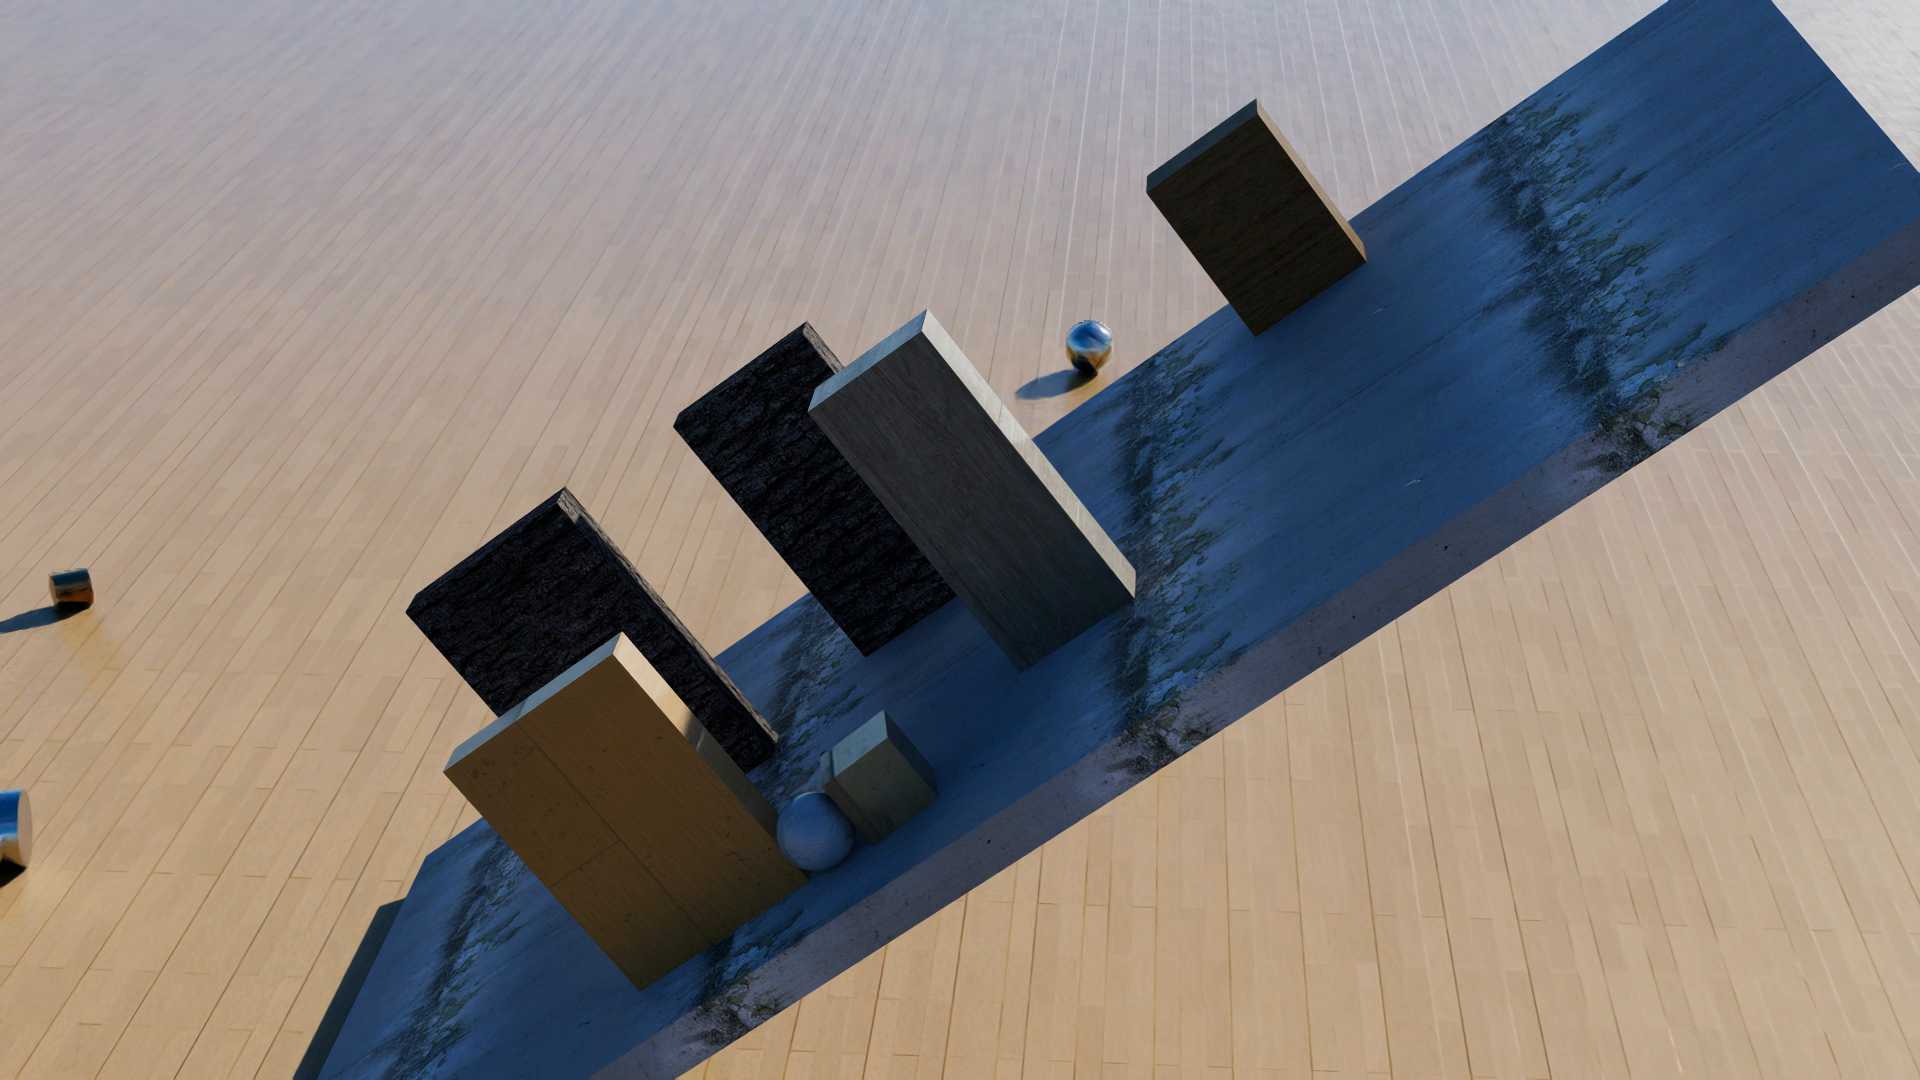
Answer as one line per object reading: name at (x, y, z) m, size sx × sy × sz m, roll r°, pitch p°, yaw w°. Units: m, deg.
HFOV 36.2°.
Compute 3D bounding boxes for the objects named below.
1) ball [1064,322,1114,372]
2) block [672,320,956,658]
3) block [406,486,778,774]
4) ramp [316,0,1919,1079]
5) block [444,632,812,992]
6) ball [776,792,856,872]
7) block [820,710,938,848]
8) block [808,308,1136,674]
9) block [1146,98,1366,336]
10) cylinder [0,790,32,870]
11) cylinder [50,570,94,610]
ball at (0.509, -0.760, 11.584) m, size 0.194 × 0.194 × 0.194 m, roll 0°, pitch 23°, yaw 0°
block at (-0.275, -0.107, 6.565) m, size 0.368 × 0.690 × 0.086 m, roll -34°, pitch 16°, yaw 17°
block at (-0.813, 0.300, 6.540) m, size 0.442 × 0.746 × 0.100 m, roll -34°, pitch 16°, yaw 17°
ramp at (0.128, 0.179, 6.323) m, size 4.000 × 0.100 × 2.000 m, roll -34°, pitch 16°, yaw 17°
block at (-0.644, 0.538, 5.760) m, size 0.434 × 0.601 × 0.102 m, roll -34°, pitch 16°, yaw 17°
ball at (-0.279, 0.564, 5.692) m, size 0.155 × 0.155 × 0.155 m, roll 0°, pitch 23°, yaw 0°
block at (-0.158, 0.460, 5.699) m, size 0.159 × 0.159 × 0.159 m, roll -37°, pitch 16°, yaw 7°
block at (0.029, -0.093, 5.832) m, size 0.282 × 0.690 × 0.138 m, roll -34°, pitch 16°, yaw 17°
block at (0.670, -0.728, 6.659) m, size 0.305 × 0.422 × 0.140 m, roll -34°, pitch 16°, yaw 17°
cylinder at (-2.611, 0.779, 7.875) m, size 0.210 × 0.210 × 0.210 m, roll -3°, pitch 23°, yaw -7°
cylinder at (-2.866, 0.159, 9.485) m, size 0.114 × 0.114 × 0.114 m, roll -11°, pitch 25°, yaw -25°
